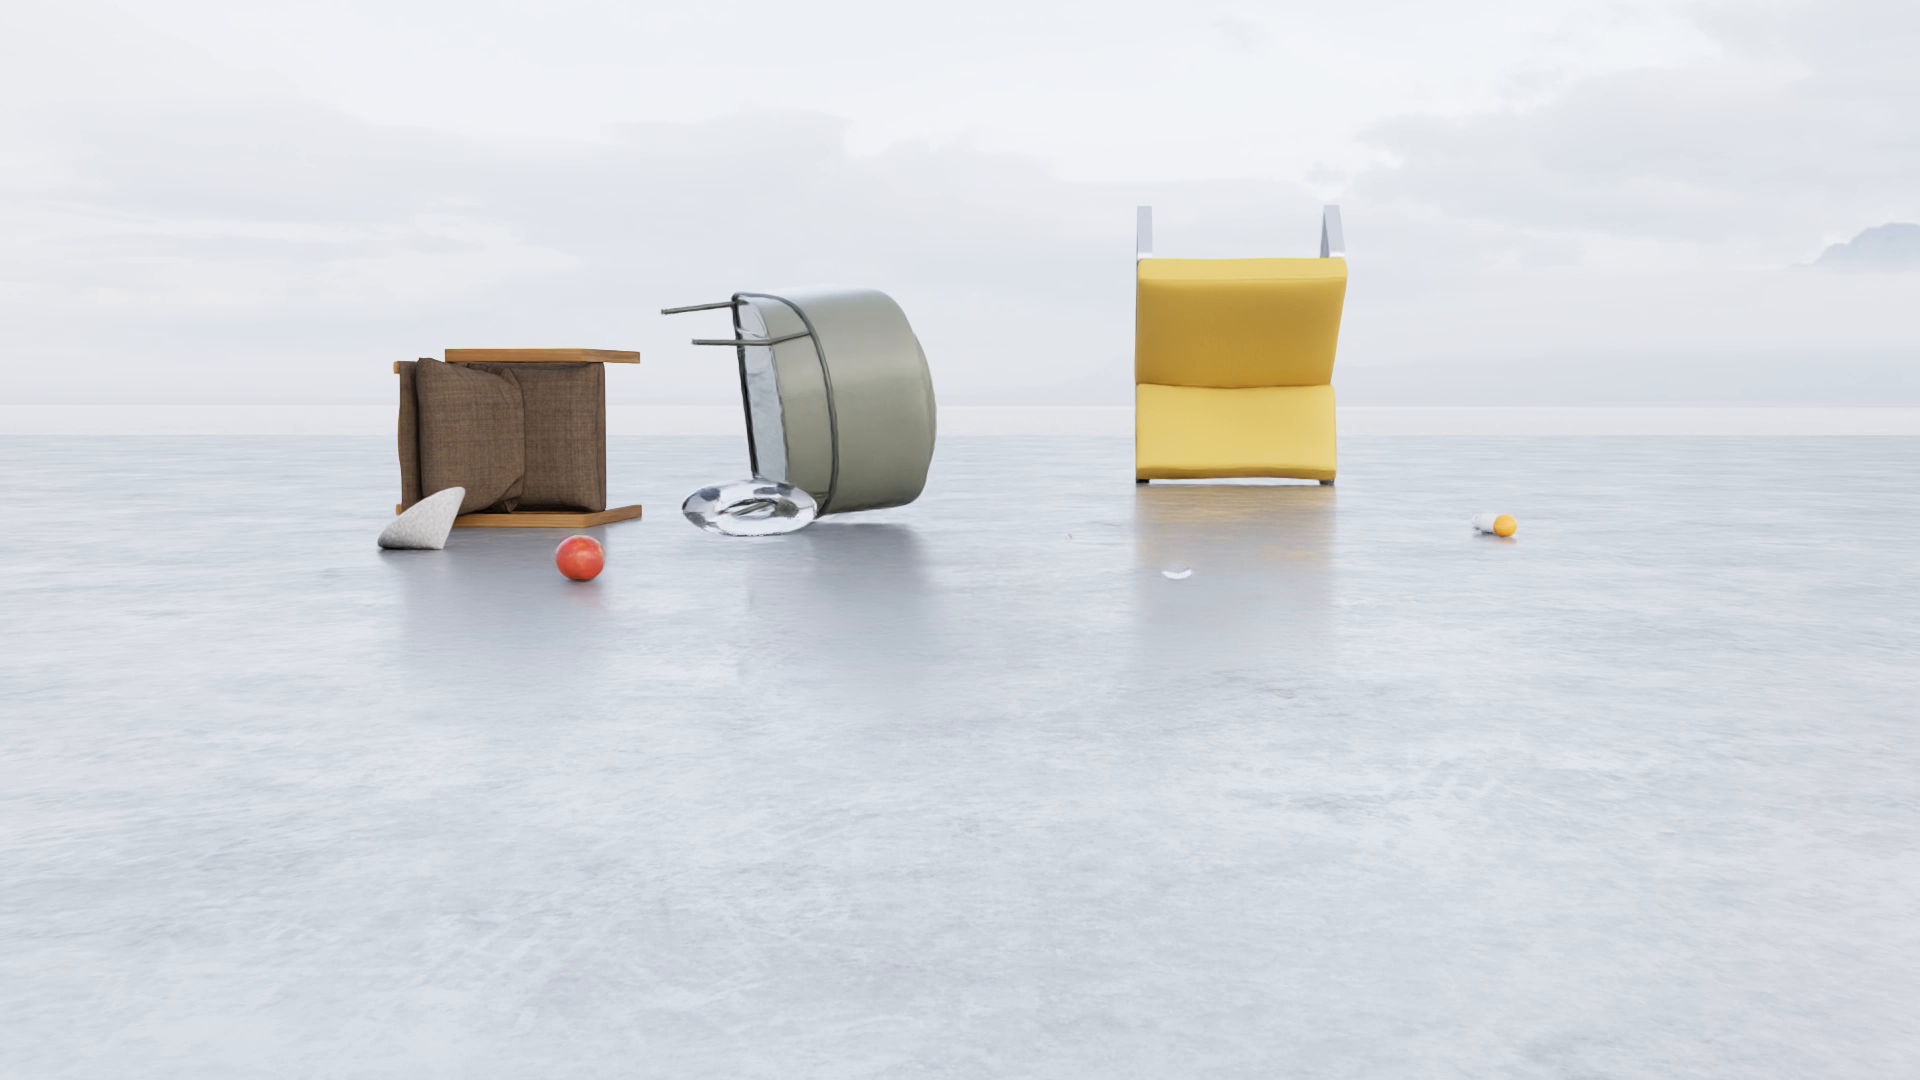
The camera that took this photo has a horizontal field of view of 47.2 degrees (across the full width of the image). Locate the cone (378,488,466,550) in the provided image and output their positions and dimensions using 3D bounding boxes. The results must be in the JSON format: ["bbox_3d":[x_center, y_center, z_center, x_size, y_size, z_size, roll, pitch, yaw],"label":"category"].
[{"bbox_3d":[-1.480,-0.018,6.164,0.276,0.109,0.303,-27,-11,-44],"label":"cone"}]

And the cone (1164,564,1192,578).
[{"bbox_3d":[0.519,0.082,5.228,0.067,0.045,0.029,2,-34,16],"label":"cone"}]

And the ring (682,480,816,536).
[{"bbox_3d":[-0.642,-0.097,6.722,0.420,0.173,0.153,-1,15,-16],"label":"ring"}]
